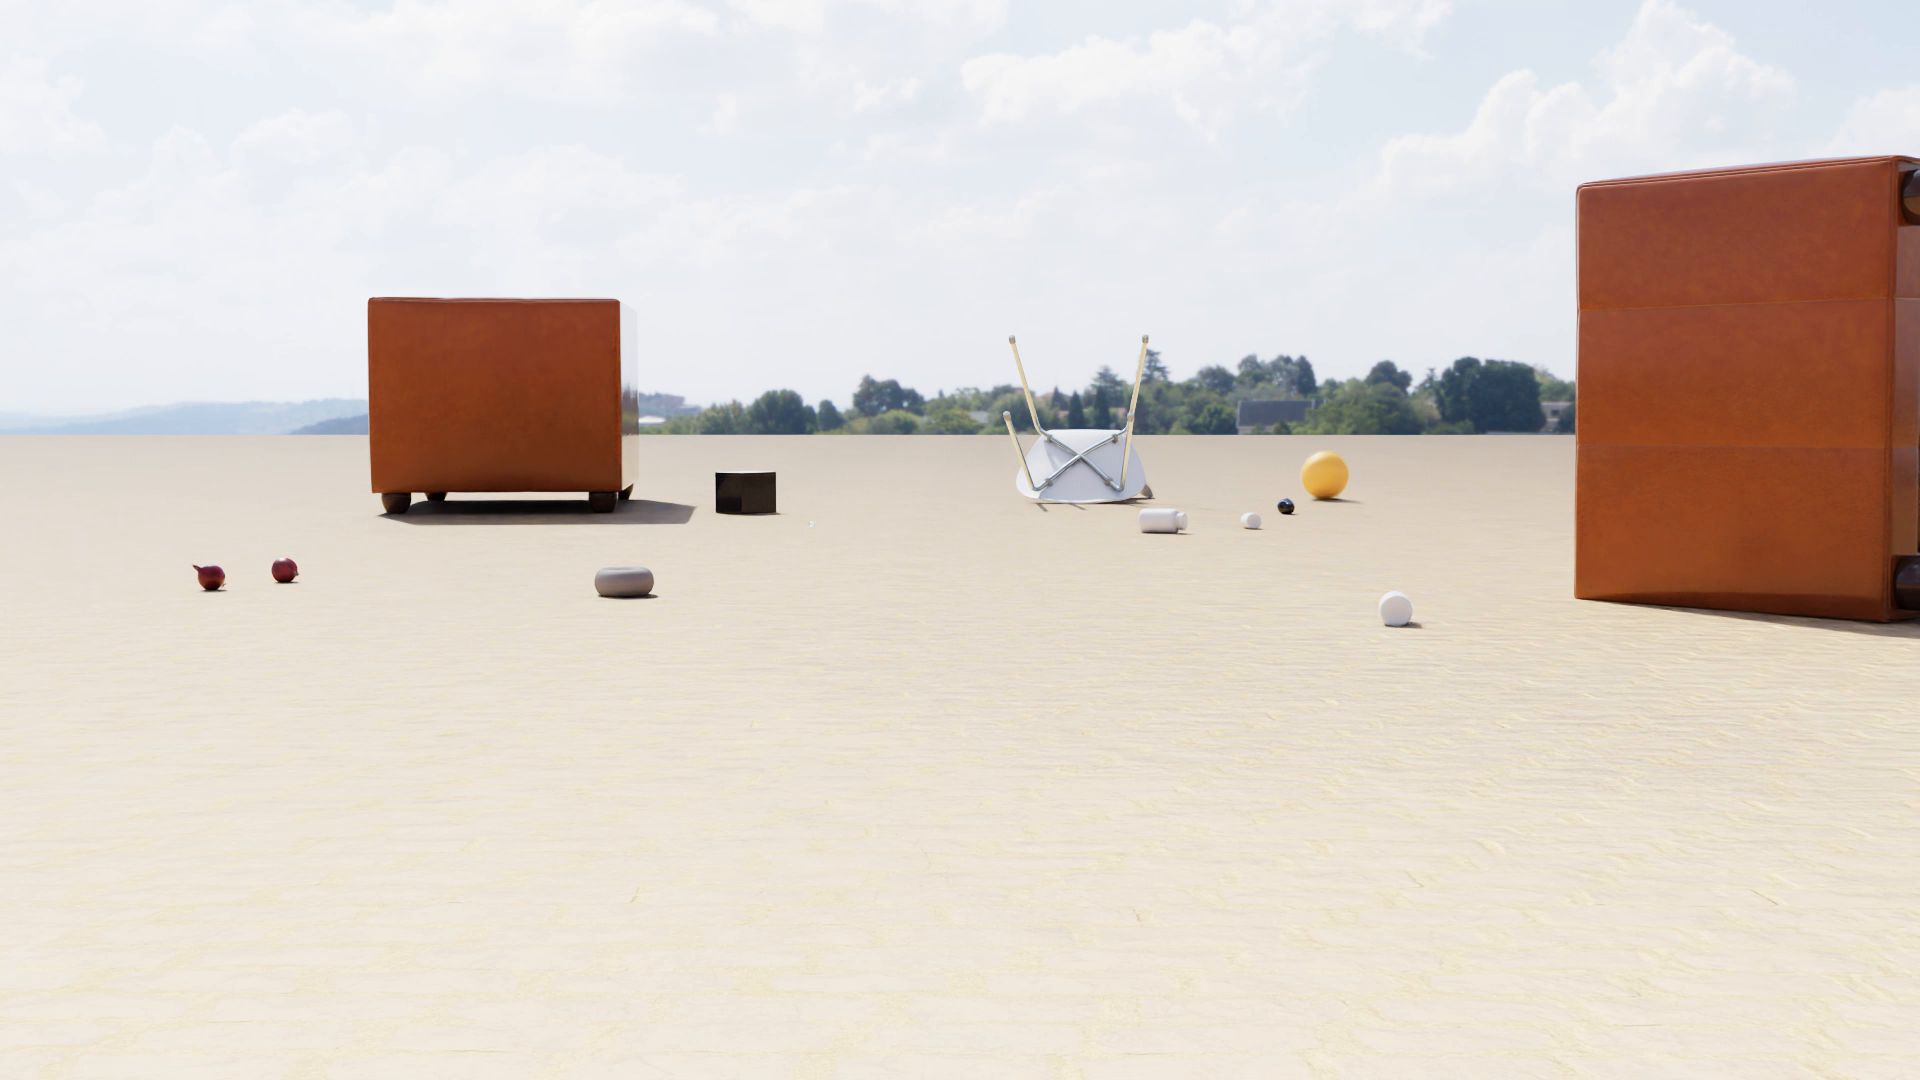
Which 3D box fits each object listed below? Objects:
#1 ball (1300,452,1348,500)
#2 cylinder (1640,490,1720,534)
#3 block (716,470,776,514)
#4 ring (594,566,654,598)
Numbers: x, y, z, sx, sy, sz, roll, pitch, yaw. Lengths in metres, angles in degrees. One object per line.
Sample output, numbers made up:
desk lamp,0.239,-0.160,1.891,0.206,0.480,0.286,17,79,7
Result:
ball,1.481,-0.260,8.930,0.193,0.193,0.193,0,4,0
cylinder,2.266,-0.091,6.926,0.180,0.122,0.186,-4,23,-45
block,-0.777,-0.173,7.984,0.135,0.148,0.175,3,5,40
ring,-0.732,0.091,4.796,0.126,0.059,0.170,-3,4,-24
